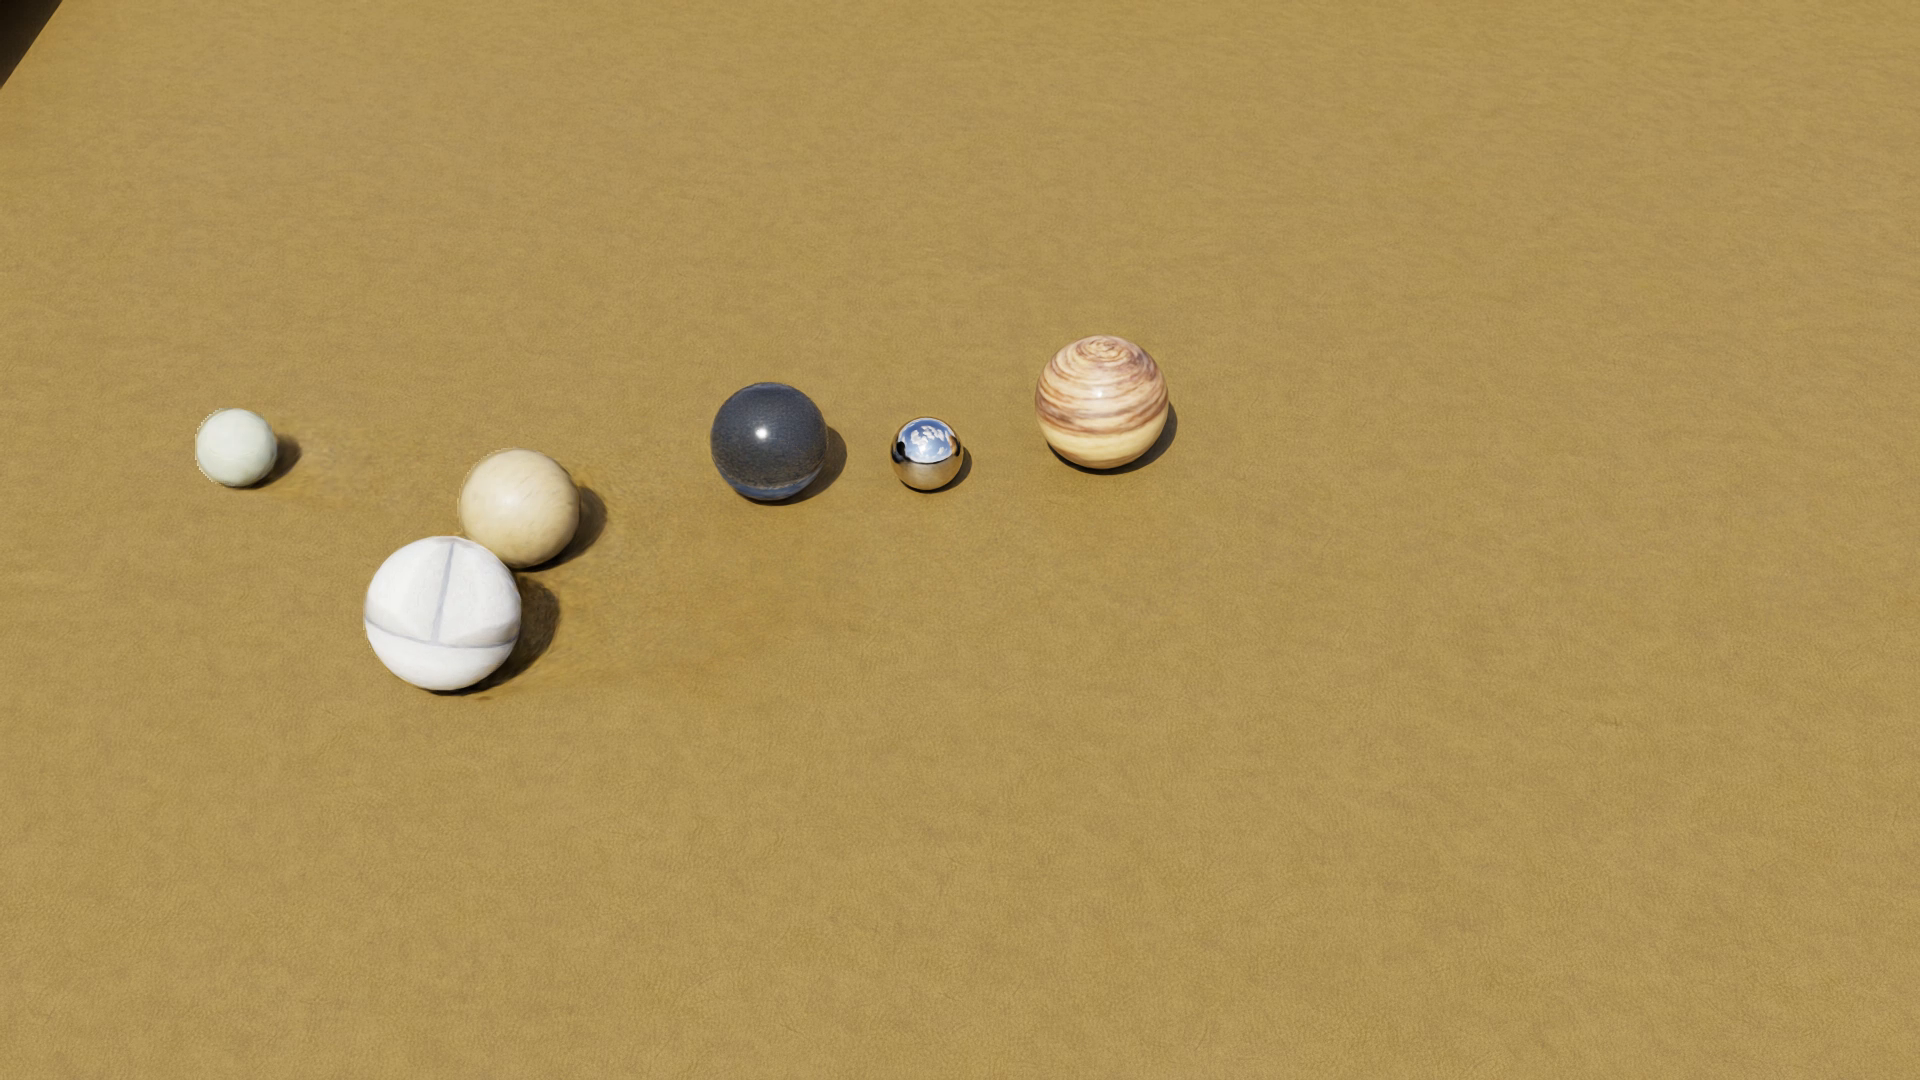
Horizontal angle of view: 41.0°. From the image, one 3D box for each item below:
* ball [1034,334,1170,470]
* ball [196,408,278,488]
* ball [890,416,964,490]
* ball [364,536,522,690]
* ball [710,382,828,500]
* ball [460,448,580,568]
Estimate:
[{"bbox_3d":[0.097,-0.095,1.766,0.093,0.093,0.093,0,36,0],"label":"ball"},{"bbox_3d":[-0.494,-0.063,1.755,0.054,0.054,0.054,0,36,0],"label":"ball"},{"bbox_3d":[-0.023,-0.059,1.752,0.051,0.051,0.051,0,36,0],"label":"ball"},{"bbox_3d":[-0.316,0.045,1.571,0.095,0.095,0.095,0,36,0],"label":"ball"},{"bbox_3d":[-0.129,-0.067,1.737,0.081,0.081,0.081,0,36,0],"label":"ball"},{"bbox_3d":[-0.287,-0.021,1.676,0.078,0.078,0.078,0,36,0],"label":"ball"}]
